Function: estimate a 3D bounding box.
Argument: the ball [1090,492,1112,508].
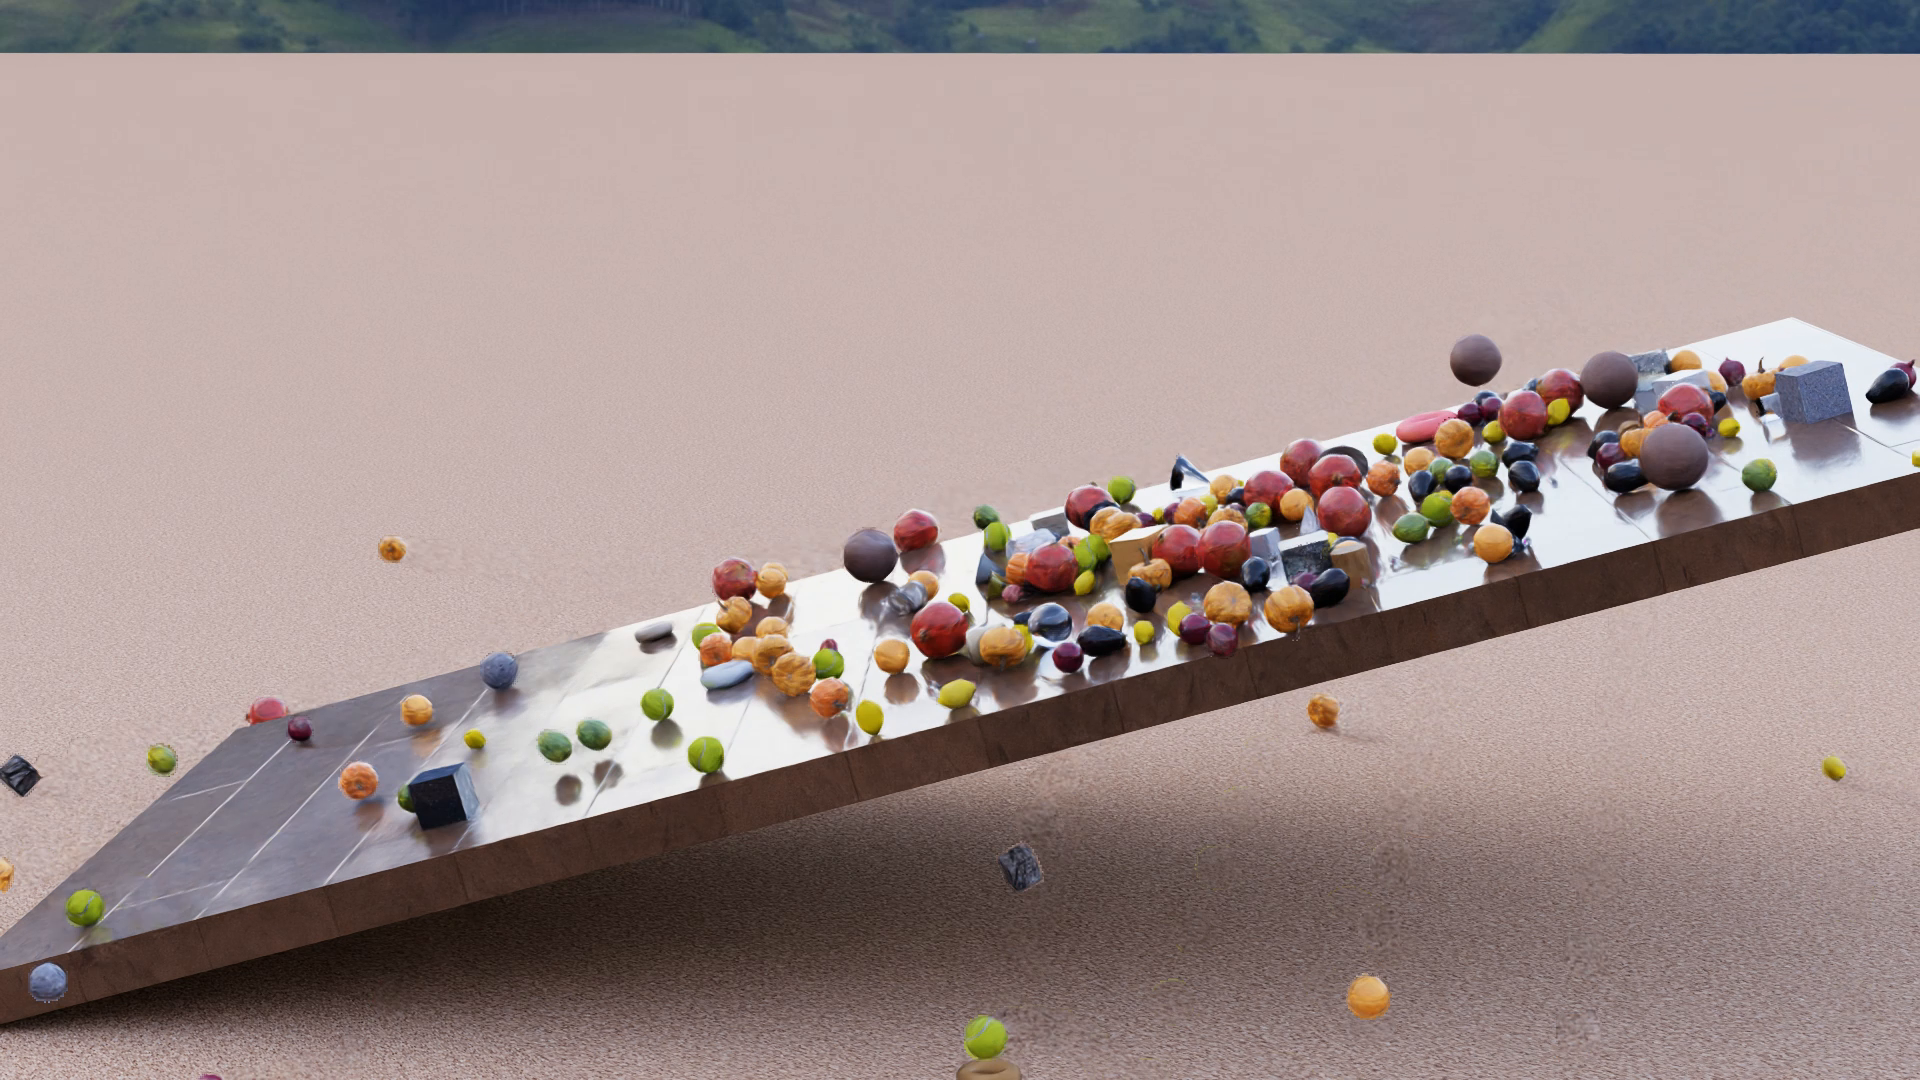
[{"bbox_3d":[0.339,-0.088,7.082,0.052,0.052,0.052,0,10,0],"label":"ball"}]

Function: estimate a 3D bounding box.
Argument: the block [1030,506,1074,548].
[{"bbox_3d":[0.213,-0.023,6.813,0.081,0.081,0.081,-15,9,4],"label":"block"}]

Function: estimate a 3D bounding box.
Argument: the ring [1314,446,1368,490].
[{"bbox_3d":[0.850,-0.161,6.560,0.120,0.040,0.120,-6,48,7],"label":"ring"}]

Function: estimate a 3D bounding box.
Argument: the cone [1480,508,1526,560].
[{"bbox_3d":[1.002,-0.018,5.478,0.085,0.085,0.085,-15,9,3],"label":"cone"}]

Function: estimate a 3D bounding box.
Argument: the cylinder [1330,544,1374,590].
[{"bbox_3d":[0.741,0.050,5.549,0.070,0.070,0.070,-15,9,3],"label":"cylinder"}]

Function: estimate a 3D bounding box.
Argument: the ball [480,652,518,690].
[{"bbox_3d":[-1.090,0.310,6.962,0.087,0.087,0.087,0,10,0],"label":"ball"}]

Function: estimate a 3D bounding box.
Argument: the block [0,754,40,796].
[{"bbox_3d":[-2.288,0.572,7.153,0.064,0.064,0.064,33,-23,16],"label":"block"}]

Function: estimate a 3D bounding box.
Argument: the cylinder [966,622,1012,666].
[{"bbox_3d":[0.057,0.204,5.757,0.072,0.072,0.072,-13,7,13],"label":"cylinder"}]

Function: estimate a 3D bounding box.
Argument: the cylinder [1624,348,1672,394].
[{"bbox_3d":[1.571,-0.386,6.711,0.087,0.087,0.087,-11,5,25],"label":"cylinder"}]

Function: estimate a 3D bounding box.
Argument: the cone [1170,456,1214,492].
[{"bbox_3d":[0.565,-0.145,7.073,0.095,0.095,0.095,17,15,19],"label":"cone"}]

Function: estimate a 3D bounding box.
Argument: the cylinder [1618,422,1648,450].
[{"bbox_3d":[1.391,-0.215,6.085,0.058,0.058,0.058,3,-3,16],"label":"cylinder"}]

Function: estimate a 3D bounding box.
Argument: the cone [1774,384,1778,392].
[{"bbox_3d":[1.685,-0.296,6.042,0.071,0.071,0.071,-15,9,3],"label":"cone"}]

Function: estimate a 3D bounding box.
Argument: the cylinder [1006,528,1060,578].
[{"bbox_3d":[0.163,0.028,6.572,0.088,0.088,0.088,-19,17,-23],"label":"cylinder"}]

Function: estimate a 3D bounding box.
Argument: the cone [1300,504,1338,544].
[{"bbox_3d":[0.718,-0.032,6.015,0.088,0.088,0.088,-15,9,3],"label":"cone"}]

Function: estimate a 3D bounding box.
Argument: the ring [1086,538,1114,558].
[{"bbox_3d":[0.323,0.018,6.552,0.089,0.030,0.089,-14,10,3],"label":"ring"}]

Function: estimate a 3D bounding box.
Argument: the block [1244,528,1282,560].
[{"bbox_3d":[0.625,0.008,6.046,0.051,0.051,0.051,-8,12,38],"label":"block"}]

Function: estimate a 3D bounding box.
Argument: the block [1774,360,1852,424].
[{"bbox_3d":[1.715,-0.298,5.912,0.100,0.100,0.100,-17,9,-8],"label":"block"}]

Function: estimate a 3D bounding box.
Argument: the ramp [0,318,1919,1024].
[{"bbox_3d":[0.081,0.191,6.328,4.000,0.100,2.000,-15,9,4],"label":"ramp"}]

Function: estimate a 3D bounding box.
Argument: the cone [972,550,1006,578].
[{"bbox_3d":[0.077,0.072,6.620,0.074,0.074,0.074,35,20,13],"label":"cone"}]

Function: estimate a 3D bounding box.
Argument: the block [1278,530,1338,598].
[{"bbox_3d":[0.666,0.046,5.621,0.094,0.094,0.094,-15,9,6],"label":"block"}]

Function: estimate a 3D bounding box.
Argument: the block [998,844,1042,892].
[{"bbox_3d":[0.108,0.586,5.266,0.053,0.053,0.053,-26,25,-11],"label":"block"}]

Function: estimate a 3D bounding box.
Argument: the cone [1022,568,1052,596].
[{"bbox_3d":[0.172,0.098,6.330,0.064,0.064,0.064,14,11,1],"label":"cone"}]

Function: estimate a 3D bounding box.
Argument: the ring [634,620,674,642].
[{"bbox_3d":[-0.736,0.220,7.083,0.098,0.033,0.098,-18,6,2],"label":"ring"}]

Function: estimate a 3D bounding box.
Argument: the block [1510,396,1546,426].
[{"bbox_3d":[1.297,-0.295,6.721,0.054,0.054,0.054,-9,11,33],"label":"block"}]

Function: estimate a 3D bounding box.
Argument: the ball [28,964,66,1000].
[{"bbox_3d":[-1.673,0.809,5.393,0.066,0.066,0.066,0,10,0],"label":"ball"}]

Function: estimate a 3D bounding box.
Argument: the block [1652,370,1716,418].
[{"bbox_3d":[1.557,-0.315,6.327,0.083,0.083,0.083,-20,10,-26],"label":"block"}]

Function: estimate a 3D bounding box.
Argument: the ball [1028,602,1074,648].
[{"bbox_3d":[0.176,0.166,5.730,0.088,0.088,0.088,0,10,0],"label":"ball"}]

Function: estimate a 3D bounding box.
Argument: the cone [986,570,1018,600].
[{"bbox_3d":[0.096,0.104,6.413,0.066,0.066,0.066,11,10,0],"label":"cone"}]

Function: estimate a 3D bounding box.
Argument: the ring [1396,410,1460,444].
[{"bbox_3d":[1.097,-0.265,6.895,0.150,0.050,0.150,-14,10,3],"label":"ring"}]

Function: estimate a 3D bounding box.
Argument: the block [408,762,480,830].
[{"bbox_3d":[-0.999,0.496,5.696,0.093,0.093,0.093,-14,9,8],"label":"block"}]

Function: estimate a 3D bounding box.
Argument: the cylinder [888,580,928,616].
[{"bbox_3d":[-0.114,0.128,6.513,0.062,0.062,0.062,8,22,38],"label":"cylinder"}]

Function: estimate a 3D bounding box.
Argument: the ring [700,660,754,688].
[{"bbox_3d":[-0.497,0.287,6.277,0.116,0.039,0.116,-14,9,2],"label":"ring"}]

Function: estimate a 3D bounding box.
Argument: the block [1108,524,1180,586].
[{"bbox_3d":[0.387,0.032,6.160,0.095,0.095,0.095,-7,12,41],"label":"block"}]

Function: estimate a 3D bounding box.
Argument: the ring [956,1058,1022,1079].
[{"bbox_3d":[0.051,0.953,5.220,0.117,0.039,0.117,-1,10,0],"label":"ring"}]
